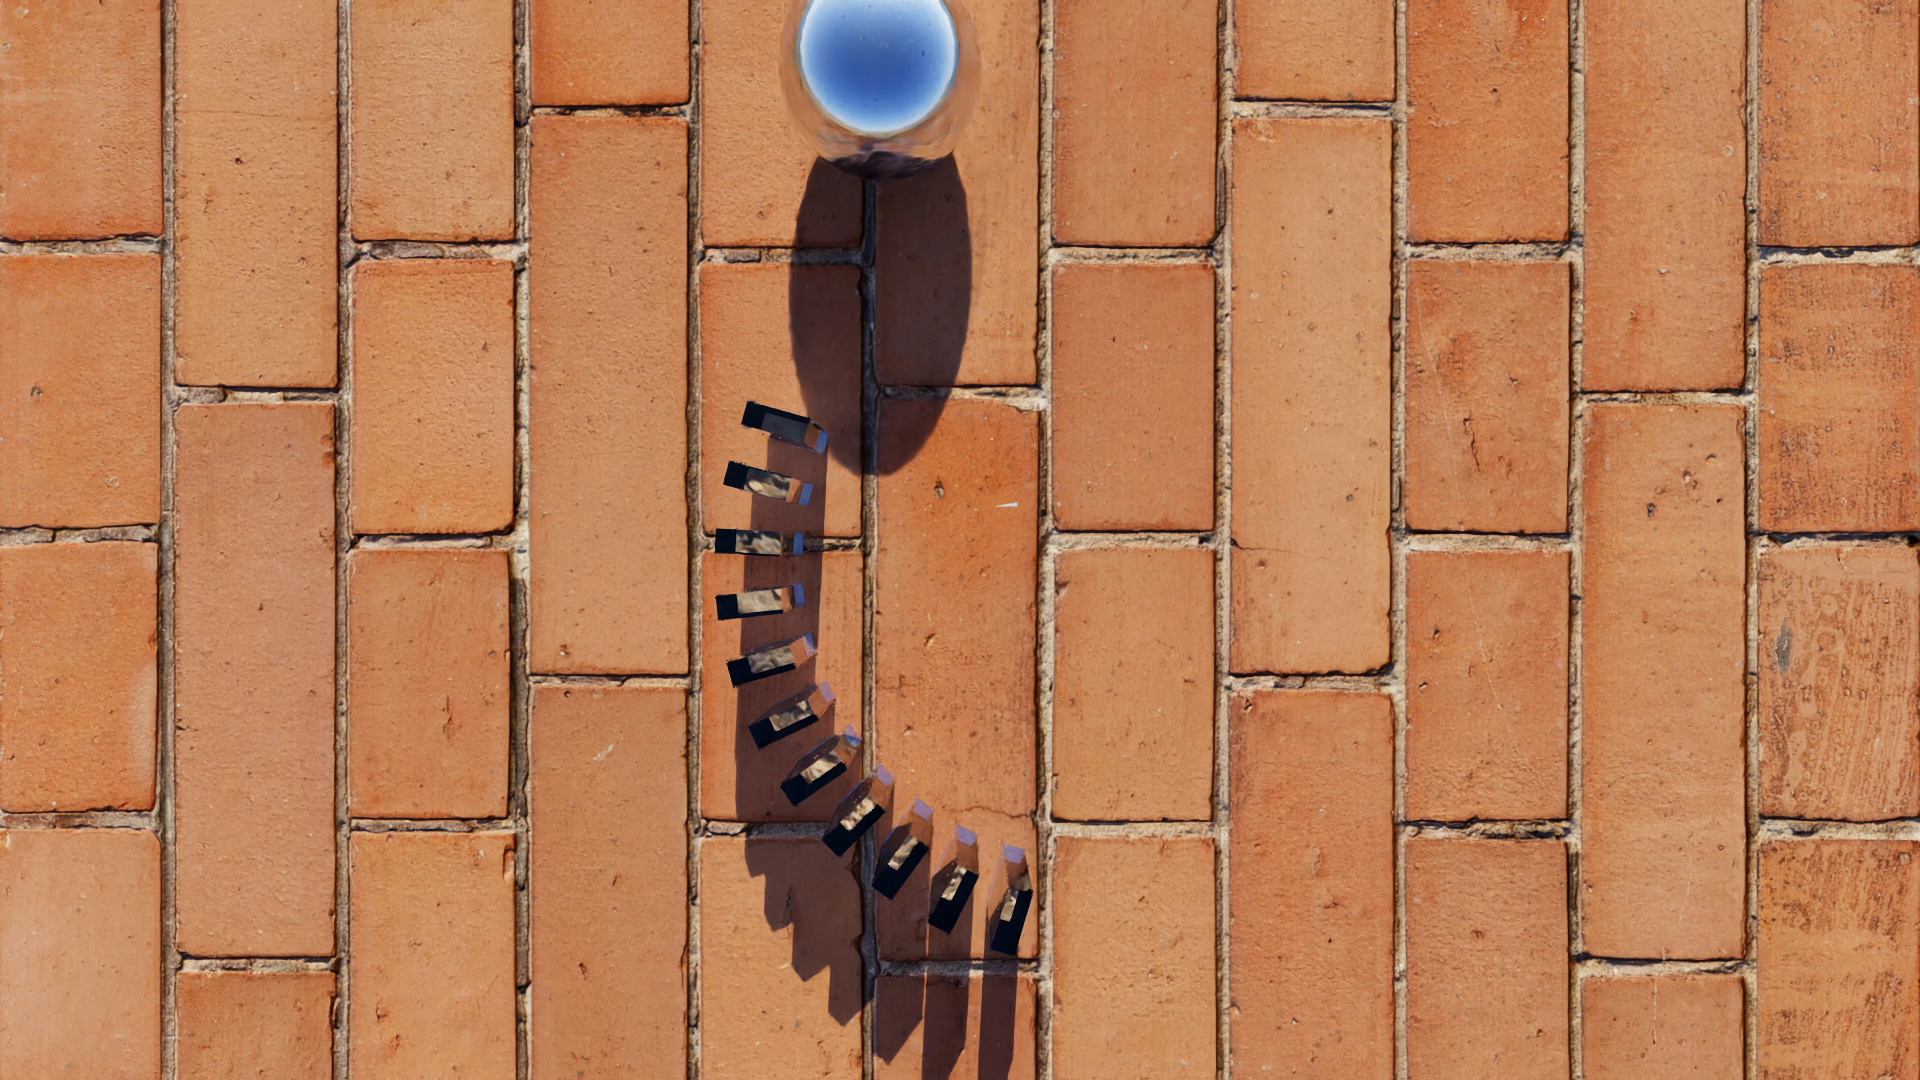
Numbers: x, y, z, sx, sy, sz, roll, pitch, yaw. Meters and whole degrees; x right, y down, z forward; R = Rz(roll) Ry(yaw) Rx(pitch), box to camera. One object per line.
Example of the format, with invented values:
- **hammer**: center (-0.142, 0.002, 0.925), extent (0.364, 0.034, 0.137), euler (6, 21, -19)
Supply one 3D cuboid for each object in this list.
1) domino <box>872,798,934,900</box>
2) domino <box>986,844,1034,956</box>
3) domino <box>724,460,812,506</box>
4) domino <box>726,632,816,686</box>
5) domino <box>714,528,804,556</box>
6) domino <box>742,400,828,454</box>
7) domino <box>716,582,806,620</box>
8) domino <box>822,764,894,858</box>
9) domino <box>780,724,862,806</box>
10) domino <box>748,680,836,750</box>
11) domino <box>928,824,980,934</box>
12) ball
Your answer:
- **domino**: center (-0.023, 0.125, 0.375), extent (0.010, 0.050, 0.025), euler (36, 90, 0)
- **domino**: center (0.020, 0.146, 0.375), extent (0.010, 0.050, 0.025), euler (17, 90, 0)
- **domino**: center (-0.077, -0.023, 0.375), extent (0.025, 0.050, 0.009), euler (15, 90, 0)
- **domino**: center (-0.076, 0.048, 0.375), extent (0.025, 0.050, 0.010), euler (-16, 90, 0)
- **domino**: center (-0.081, 0.001, 0.375), extent (0.025, 0.050, 0.010), euler (3, 90, 0)
- **domino**: center (-0.070, -0.045, 0.375), extent (0.025, 0.050, 0.009), euler (16, 90, 0)
- **domino**: center (-0.081, 0.025, 0.375), extent (0.025, 0.050, 0.009), euler (-6, 90, 0)
- **domino**: center (-0.041, 0.109, 0.375), extent (0.025, 0.050, 0.010), euler (-44, 90, 0)
- **domino**: center (-0.056, 0.091, 0.375), extent (0.025, 0.050, 0.010), euler (-35, 90, 0)
- **domino**: center (-0.068, 0.070, 0.375), extent (0.025, 0.050, 0.010), euler (-25, 90, 0)
- **domino**: center (-0.002, 0.137, 0.375), extent (0.009, 0.050, 0.025), euler (27, 90, 0)
- **ball**: center (-0.031, -0.184, 0.360), extent (0.080, 0.080, 0.080), euler (0, 90, 0)
